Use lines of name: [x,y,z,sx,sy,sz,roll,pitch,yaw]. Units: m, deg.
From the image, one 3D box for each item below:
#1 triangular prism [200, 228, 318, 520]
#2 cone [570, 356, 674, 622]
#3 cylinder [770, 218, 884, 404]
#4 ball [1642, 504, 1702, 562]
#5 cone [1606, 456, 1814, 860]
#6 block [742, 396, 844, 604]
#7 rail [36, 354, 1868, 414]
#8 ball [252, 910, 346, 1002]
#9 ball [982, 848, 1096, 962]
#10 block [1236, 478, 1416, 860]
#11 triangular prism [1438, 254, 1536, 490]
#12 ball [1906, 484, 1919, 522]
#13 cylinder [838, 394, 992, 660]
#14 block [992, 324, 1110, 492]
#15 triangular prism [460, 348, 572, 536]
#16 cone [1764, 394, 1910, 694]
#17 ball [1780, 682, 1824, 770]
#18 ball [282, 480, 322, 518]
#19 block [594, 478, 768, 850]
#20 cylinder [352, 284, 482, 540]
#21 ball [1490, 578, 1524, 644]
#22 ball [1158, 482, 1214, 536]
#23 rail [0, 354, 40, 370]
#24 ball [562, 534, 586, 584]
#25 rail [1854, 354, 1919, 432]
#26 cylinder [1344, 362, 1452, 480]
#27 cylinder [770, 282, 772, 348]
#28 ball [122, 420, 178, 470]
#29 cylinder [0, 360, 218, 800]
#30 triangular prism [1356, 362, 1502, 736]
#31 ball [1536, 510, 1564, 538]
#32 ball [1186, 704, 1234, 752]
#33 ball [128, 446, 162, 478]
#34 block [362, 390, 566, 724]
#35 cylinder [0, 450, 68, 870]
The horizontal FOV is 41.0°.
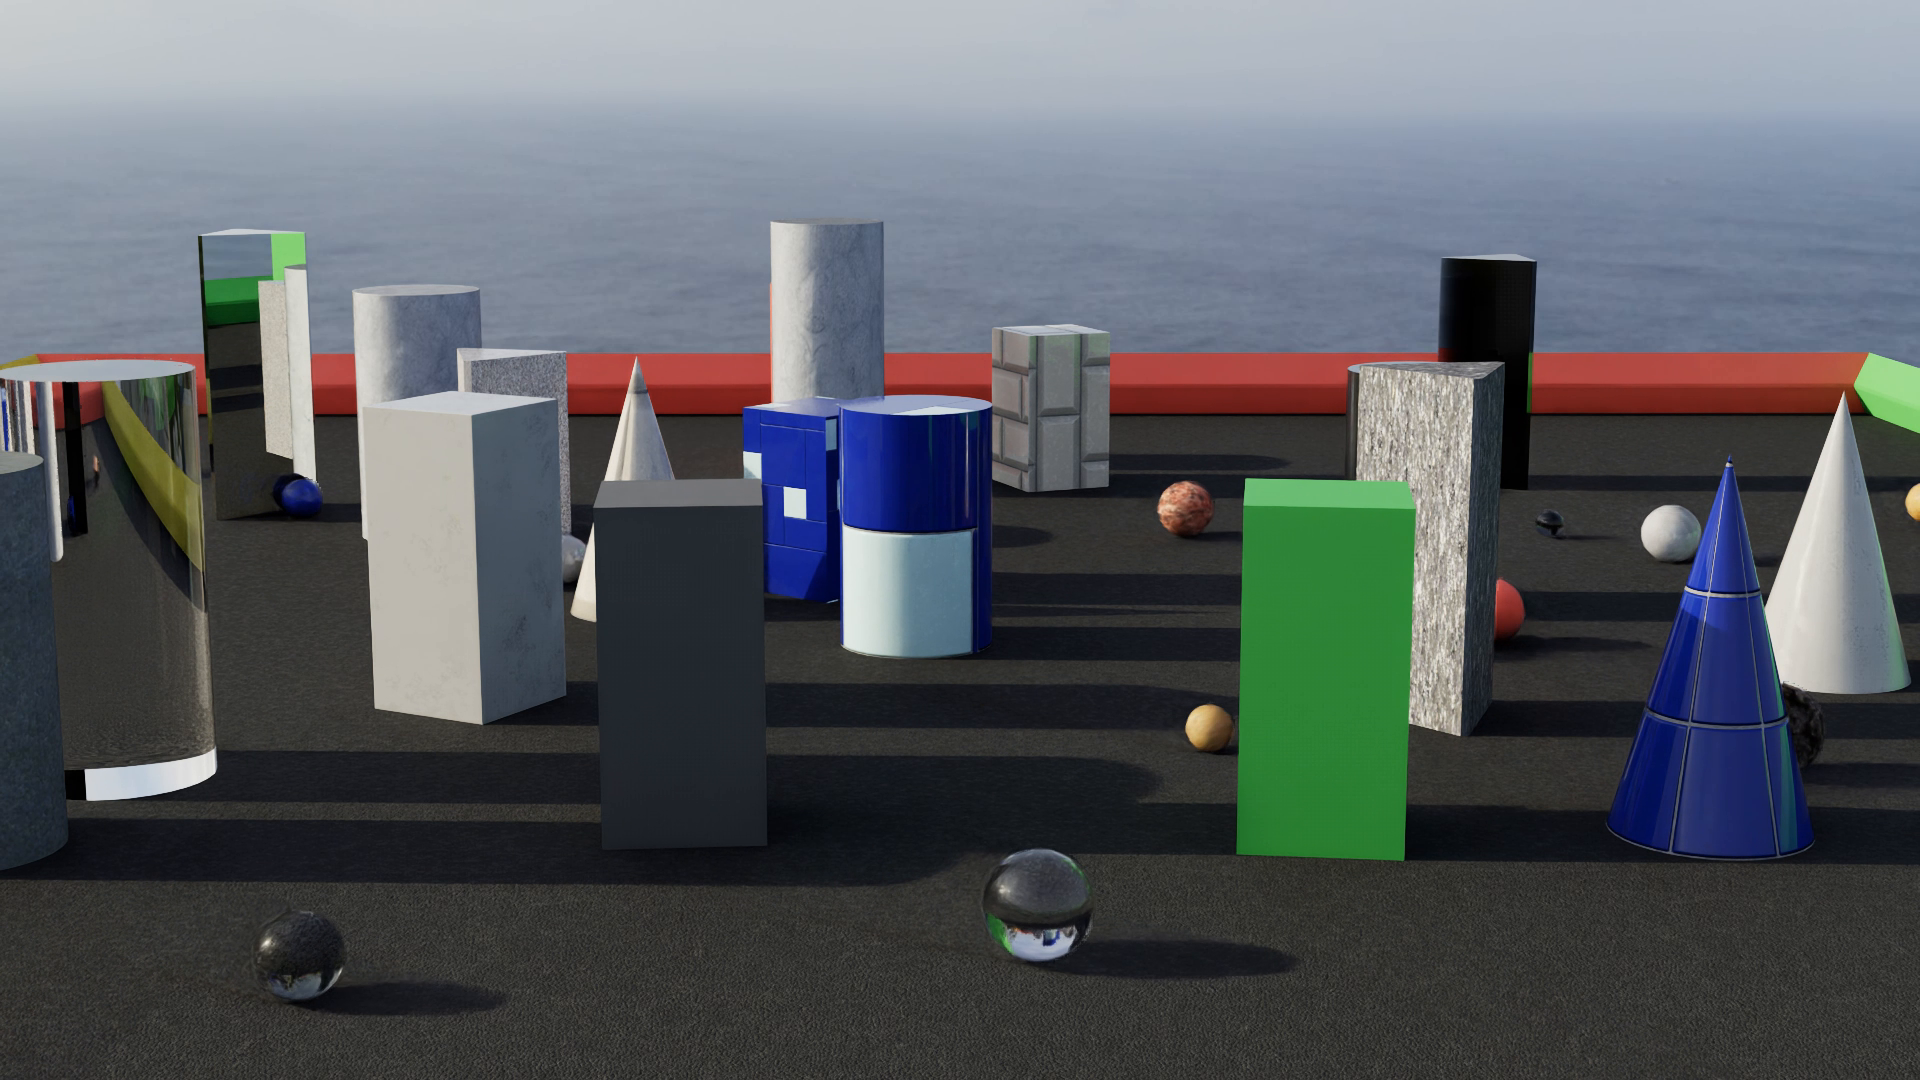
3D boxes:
triangular prism: [-1.159,-0.275,4.199,0.167,0.458,0.145,-5,12,-25]
cone: [-0.429,-0.076,3.437,0.193,0.344,0.193,0,11,0]
cylinder: [-0.227,-0.318,4.425,0.193,0.461,0.193,0,11,0]
ball: [1.051,-0.010,3.790,0.086,0.086,0.086,0,11,0]
cone: [0.721,0.099,2.436,0.193,0.367,0.193,0,11,0]
block: [-0.192,-0.060,3.591,0.155,0.256,0.155,8,13,38]
rail: [-0.011,-0.325,5.373,3.852,0.126,0.045,0,11,0]
ball: [-0.520,0.327,2.017,0.071,0.071,0.071,0,11,0]
ball: [0.064,0.299,2.105,0.093,0.093,0.093,0,11,0]
block: [0.344,0.119,2.429,0.155,0.330,0.155,1,11,7]
triangular prism: [0.941,-0.299,4.502,0.167,0.395,0.145,6,12,29]
ball: [1.550,-0.060,4.105,0.068,0.068,0.068,0,11,0]
cylinder: [-0.056,-0.020,3.243,0.193,0.305,0.193,0,11,0]
block: [0.158,-0.233,4.489,0.155,0.269,0.155,-4,11,-23]
triangular prism: [-0.669,-0.107,3.665,0.167,0.323,0.145,-10,15,-43]
cone: [1.046,-0.007,3.066,0.193,0.345,0.193,0,11,0]
ball: [0.844,0.196,2.655,0.097,0.097,0.097,0,11,0]
ball: [-1.068,-0.067,4.158,0.063,0.063,0.063,0,11,0]
block: [-0.265,0.115,2.460,0.155,0.326,0.155,-1,11,-5]
cylinder: [-0.839,-0.198,3.992,0.193,0.382,0.193,0,11,0]
ball: [0.673,0.091,3.254,0.084,0.084,0.084,0,11,0]
ball: [0.351,-0.048,3.995,0.086,0.086,0.086,0,11,0]
rail: [-1.902,0.034,3.438,0.045,0.126,3.961,0,11,0]
ball: [-0.560,0.027,3.640,0.069,0.069,0.069,0,11,0]
rail: [1.902,0.030,3.460,0.045,0.126,3.961,0,11,0]
cylinder: [0.616,-0.070,3.464,0.193,0.323,0.193,0,11,0]
cylinder: [-0.252,-0.309,4.735,0.193,0.329,0.193,0,11,0]
ball: [-1.460,-0.170,4.626,0.095,0.095,0.095,0,11,0]
cylinder: [-0.871,0.036,2.625,0.193,0.421,0.193,0,11,0]
triangular prism: [0.556,0.001,2.887,0.145,0.394,0.167,-9,14,-39]
ball: [0.918,-0.025,3.992,0.042,0.042,0.042,0,11,0]
ball: [0.268,0.201,2.750,0.051,0.051,0.051,0,11,0]
ball: [-1.448,-0.138,4.558,0.057,0.057,0.057,0,11,0]
block: [-0.564,0.016,2.933,0.155,0.349,0.155,6,12,28]
cylinder: [-0.942,0.110,2.383,0.193,0.364,0.193,0,11,0]
